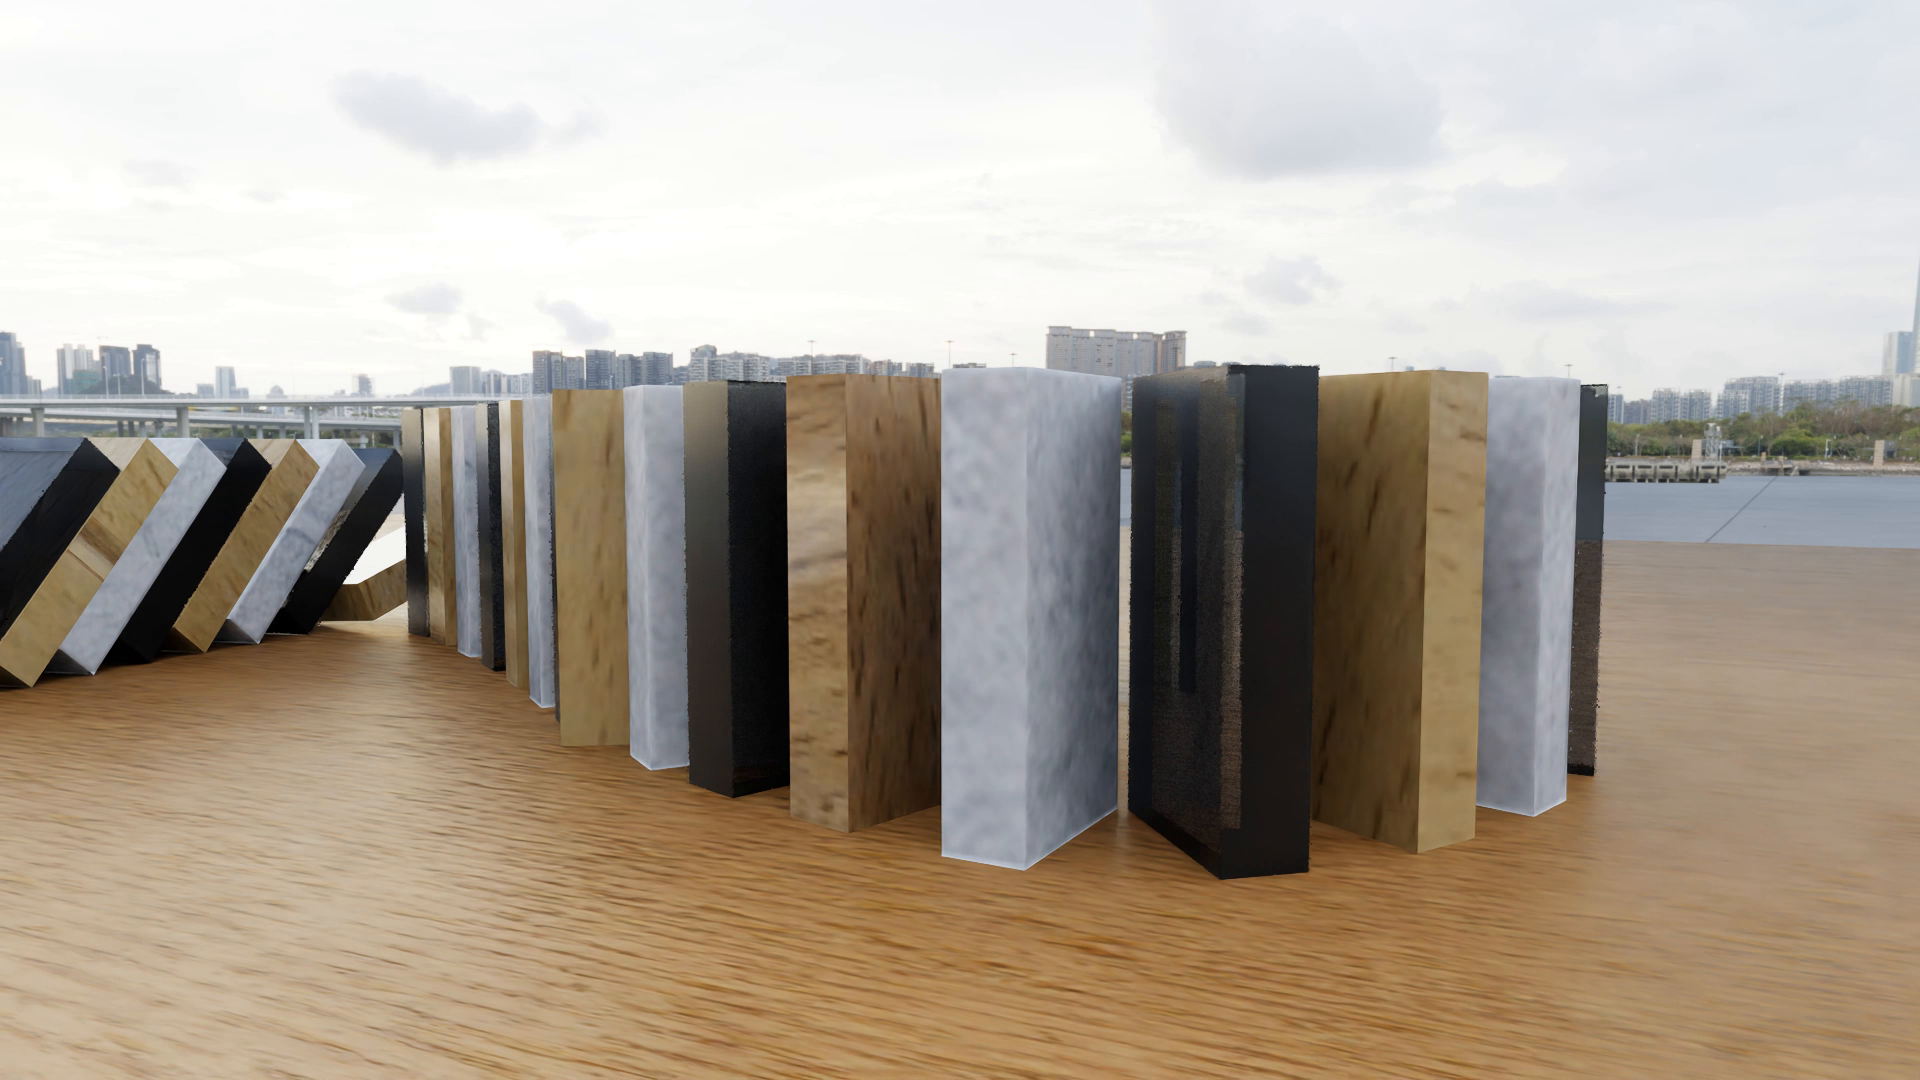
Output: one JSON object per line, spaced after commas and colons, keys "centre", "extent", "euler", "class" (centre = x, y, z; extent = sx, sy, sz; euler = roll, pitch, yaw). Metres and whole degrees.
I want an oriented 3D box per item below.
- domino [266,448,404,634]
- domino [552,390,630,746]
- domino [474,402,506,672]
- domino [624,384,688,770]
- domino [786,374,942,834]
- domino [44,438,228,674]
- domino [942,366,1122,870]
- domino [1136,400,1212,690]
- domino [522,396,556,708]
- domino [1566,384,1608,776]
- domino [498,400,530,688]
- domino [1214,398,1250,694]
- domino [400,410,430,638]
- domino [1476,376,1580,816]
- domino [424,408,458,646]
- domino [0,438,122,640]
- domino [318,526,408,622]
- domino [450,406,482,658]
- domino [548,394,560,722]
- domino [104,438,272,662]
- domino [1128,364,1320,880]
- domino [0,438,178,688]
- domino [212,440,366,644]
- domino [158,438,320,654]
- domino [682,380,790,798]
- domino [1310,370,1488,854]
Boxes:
{"centre": [-0.153, -0.001, 0.301], "extent": [0.025, 0.009, 0.050], "euler": [1, 48, 16], "class": "domino"}
{"centre": [-0.044, 0.004, 0.185], "extent": [0.025, 0.050, 0.009], "euler": [-1, 4, -7], "class": "domino"}
{"centre": [-0.079, -0.001, 0.249], "extent": [0.025, 0.050, 0.009], "euler": [-3, 5, -33], "class": "domino"}
{"centre": [-0.032, 0.004, 0.176], "extent": [0.025, 0.050, 0.009], "euler": [-2, 5, -30], "class": "domino"}
{"centre": [-0.008, 0.006, 0.151], "extent": [0.010, 0.050, 0.025], "euler": [4, 6, 41], "class": "domino"}
{"centre": [-0.169, 0.002, 0.251], "extent": [0.025, 0.050, 0.010], "euler": [1, -37, 14], "class": "domino"}
{"centre": [0.008, 0.007, 0.139], "extent": [0.009, 0.050, 0.025], "euler": [2, 5, 28], "class": "domino"}
{"centre": [0.038, 0.000, 0.232], "extent": [0.010, 0.050, 0.025], "euler": [0, 4, 2], "class": "domino"}
{"centre": [-0.059, 0.001, 0.215], "extent": [0.025, 0.050, 0.009], "euler": [-2, 5, -30], "class": "domino"}
{"centre": [0.072, 0.005, 0.172], "extent": [0.025, 0.050, 0.009], "euler": [2, 5, 26], "class": "domino"}
{"centre": [-0.069, 0.000, 0.232], "extent": [0.025, 0.050, 0.009], "euler": [-3, 5, -31], "class": "domino"}
{"centre": [0.056, 0.001, 0.226], "extent": [0.009, 0.050, 0.025], "euler": [4, 6, 45], "class": "domino"}
{"centre": [-0.112, -0.004, 0.293], "extent": [0.009, 0.050, 0.025], "euler": [4, 6, 43], "class": "domino"}
{"centre": [0.060, 0.006, 0.157], "extent": [0.010, 0.050, 0.025], "euler": [-4, 6, -44], "class": "domino"}
{"centre": [-0.102, -0.003, 0.281], "extent": [0.025, 0.050, 0.009], "euler": [-4, 6, -40], "class": "domino"}
{"centre": [-0.175, 0.004, 0.226], "extent": [0.025, 0.050, 0.010], "euler": [1, -37, 14], "class": "domino"}
{"centre": [-0.137, 0.005, 0.320], "extent": [0.025, 0.009, 0.050], "euler": [-2, 23, 28], "class": "domino"}
{"centre": [-0.090, -0.002, 0.265], "extent": [0.025, 0.050, 0.009], "euler": [-3, 5, -35], "class": "domino"}
{"centre": [-0.049, 0.003, 0.198], "extent": [0.025, 0.050, 0.009], "euler": [-2, 5, -29], "class": "domino"}
{"centre": [-0.166, 0.001, 0.263], "extent": [0.025, 0.050, 0.010], "euler": [1, -38, 14], "class": "domino"}
{"centre": [0.027, 0.007, 0.137], "extent": [0.009, 0.050, 0.025], "euler": [-1, 4, -13], "class": "domino"}
{"centre": [-0.171, 0.003, 0.238], "extent": [0.025, 0.050, 0.009], "euler": [1, -37, 14], "class": "domino"}
{"centre": [-0.158, -0.001, 0.288], "extent": [0.025, 0.050, 0.010], "euler": [1, -37, 16], "class": "domino"}
{"centre": [-0.162, 0.000, 0.275], "extent": [0.025, 0.050, 0.010], "euler": [1, -37, 15], "class": "domino"}
{"centre": [-0.022, 0.005, 0.164], "extent": [0.025, 0.050, 0.009], "euler": [-4, 6, -44], "class": "domino"}
{"centre": [0.045, 0.007, 0.145], "extent": [0.009, 0.050, 0.025], "euler": [-3, 5, -33], "class": "domino"}
